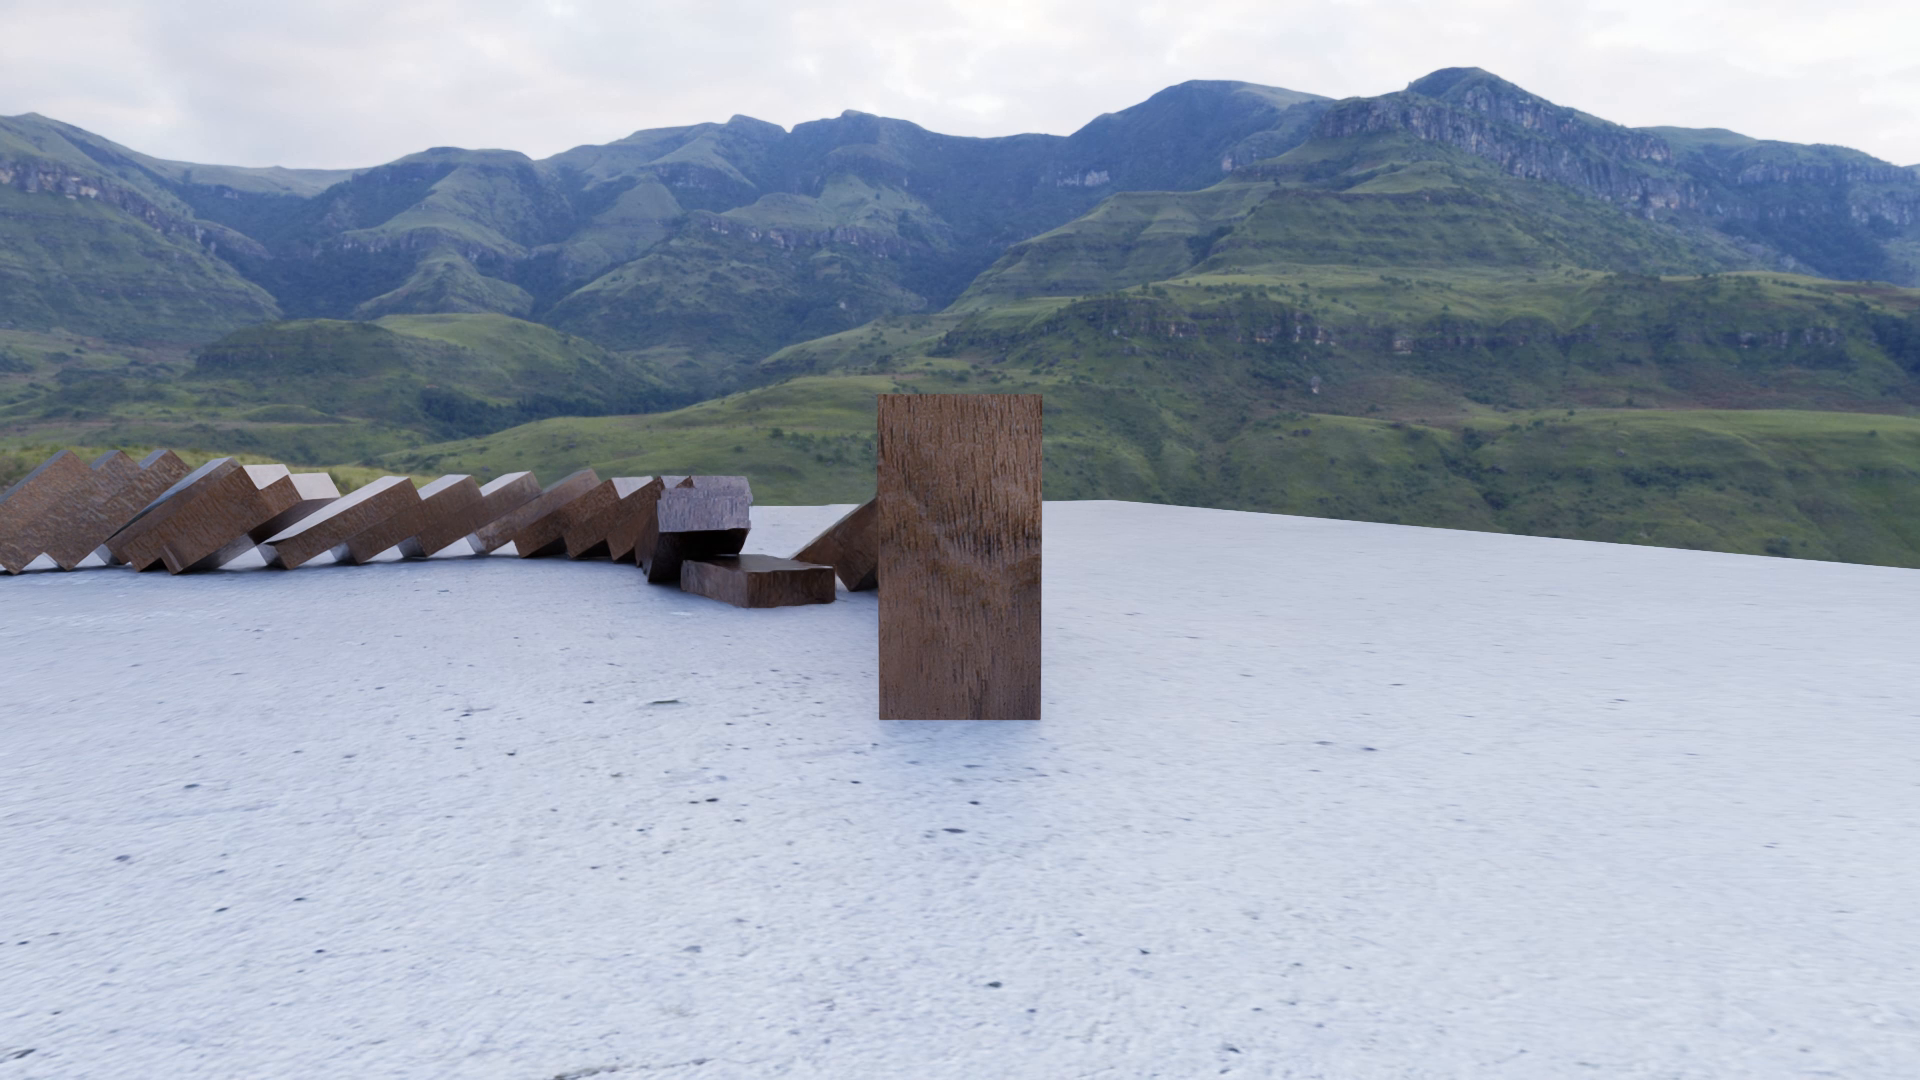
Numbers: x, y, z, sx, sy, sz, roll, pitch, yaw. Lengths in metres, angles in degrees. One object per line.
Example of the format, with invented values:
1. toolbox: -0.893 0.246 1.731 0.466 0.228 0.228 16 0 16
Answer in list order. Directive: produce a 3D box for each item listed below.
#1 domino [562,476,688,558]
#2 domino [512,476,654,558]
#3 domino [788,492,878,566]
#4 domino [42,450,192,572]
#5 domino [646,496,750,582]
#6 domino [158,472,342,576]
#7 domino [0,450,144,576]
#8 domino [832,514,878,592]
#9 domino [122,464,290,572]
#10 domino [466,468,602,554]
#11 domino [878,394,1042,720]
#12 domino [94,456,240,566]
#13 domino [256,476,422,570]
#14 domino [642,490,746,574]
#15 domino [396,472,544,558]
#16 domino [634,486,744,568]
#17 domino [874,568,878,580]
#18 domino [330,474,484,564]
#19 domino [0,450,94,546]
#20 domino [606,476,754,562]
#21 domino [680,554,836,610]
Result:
1. domino: -0.117 -0.008 0.466 0.050 0.010 0.025 -27 -10 25
2. domino: -0.139 -0.008 0.478 0.050 0.010 0.025 -26 -5 21
3. domino: -0.028 -0.006 0.386 0.050 0.009 0.025 -37 6 -7
4. domino: -0.292 -0.011 0.443 0.025 0.010 0.050 4 48 48
5. domino: -0.078 0.000 0.378 0.025 0.010 0.050 -3 -17 -18
6. domino: -0.235 -0.006 0.426 0.050 0.010 0.025 -29 3 3
7. domino: -0.303 -0.010 0.433 0.025 0.010 0.050 5 48 48
8. domino: -0.013 -0.006 0.369 0.050 0.009 0.025 -48 -20 25
9. domino: -0.253 -0.008 0.435 0.050 0.009 0.025 -33 3 4
10. domino: -0.165 -0.011 0.496 0.050 0.010 0.025 -34 16 -27
11. domino: 0.000 0.002 0.201 0.025 0.050 0.009 0 4 0
12. domino: -0.280 -0.011 0.455 0.025 0.009 0.050 0 38 45
13. domino: -0.219 -0.007 0.453 0.025 0.010 0.050 5 33 47
14. domino: -0.084 -0.002 0.402 0.025 0.009 0.050 -2 -19 -21
15. domino: -0.186 -0.010 0.485 0.025 0.010 0.050 -1 28 48
16. domino: -0.090 -0.004 0.427 0.025 0.010 0.050 -2 -19 -27
17. domino: -0.003 -0.006 0.350 0.025 0.050 0.010 -3 43 -34
18. domino: -0.203 -0.008 0.469 0.025 0.010 0.050 3 31 48
19. domino: -0.313 -0.009 0.423 0.025 0.009 0.050 5 48 49
20. domino: -0.099 -0.007 0.451 0.050 0.010 0.025 -30 -16 34
21. domino: -0.057 0.011 0.358 0.025 0.009 0.050 -3 5 -32
